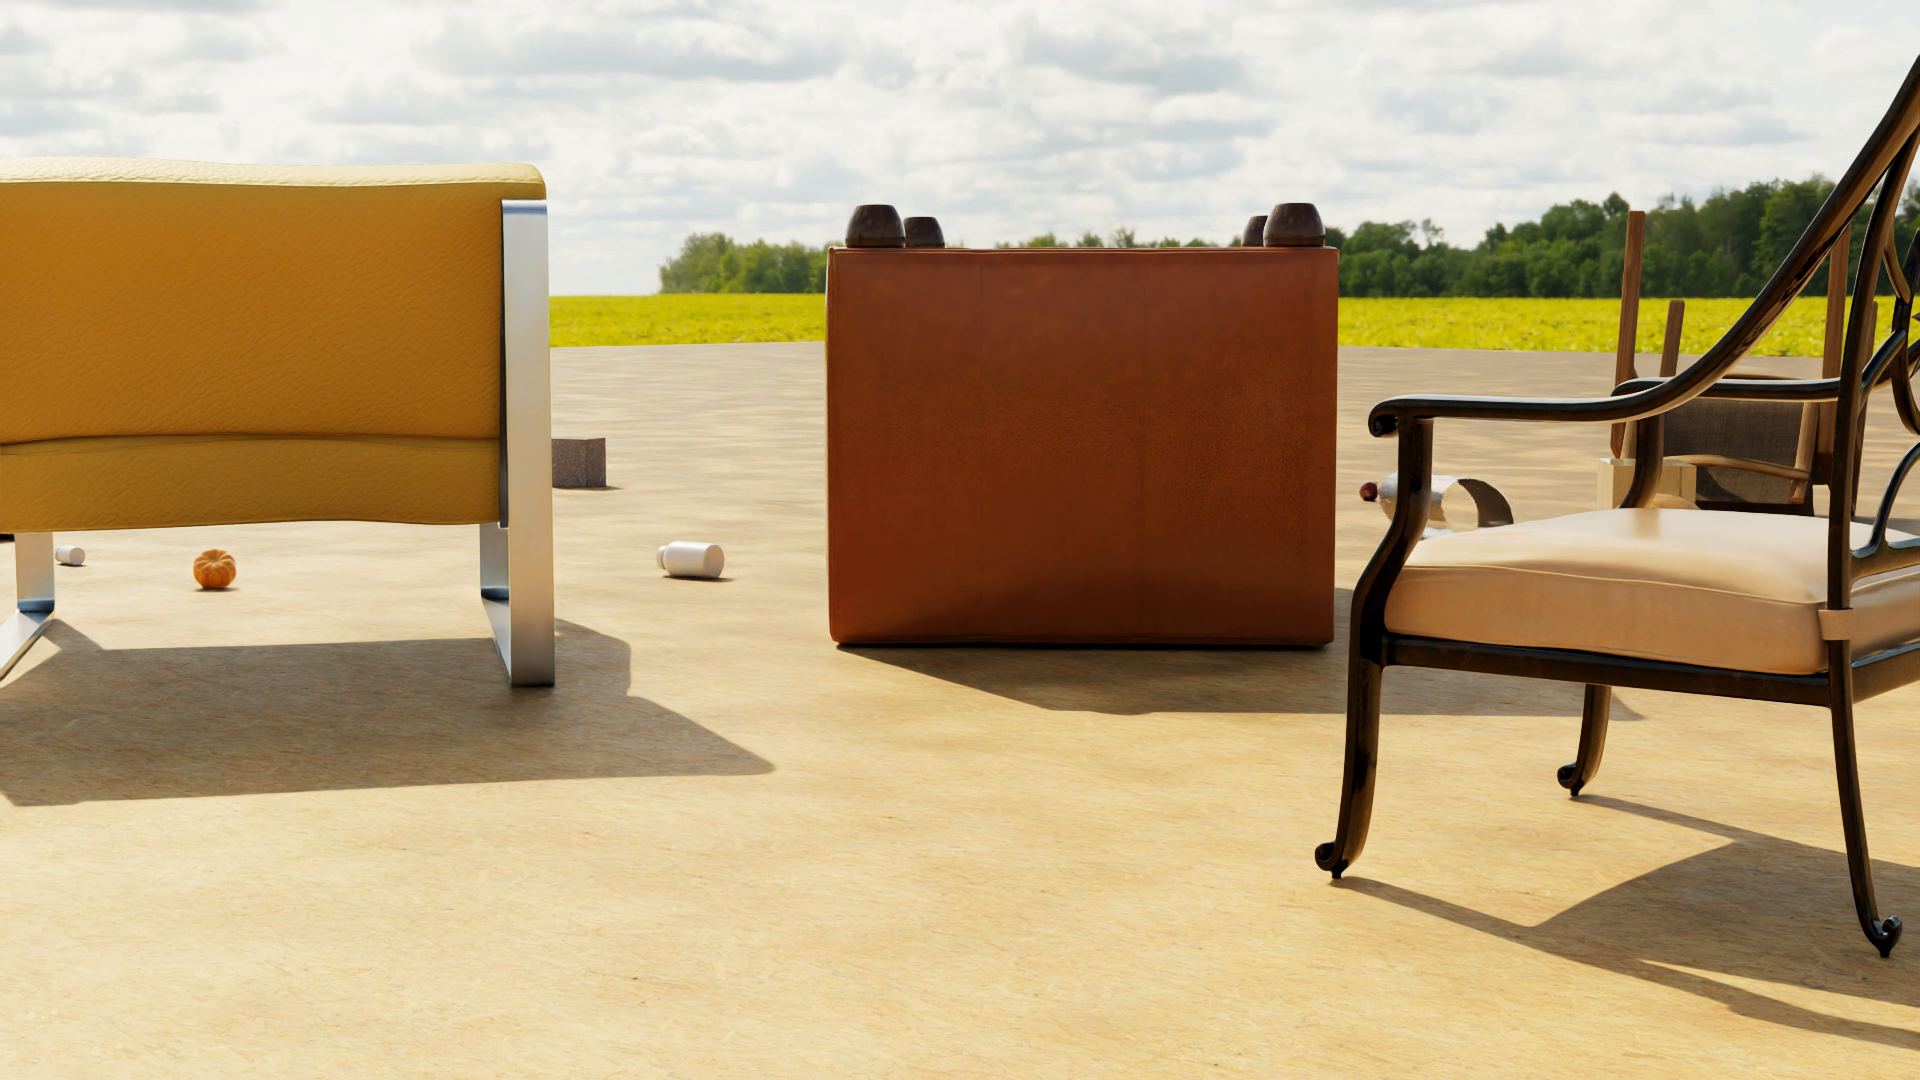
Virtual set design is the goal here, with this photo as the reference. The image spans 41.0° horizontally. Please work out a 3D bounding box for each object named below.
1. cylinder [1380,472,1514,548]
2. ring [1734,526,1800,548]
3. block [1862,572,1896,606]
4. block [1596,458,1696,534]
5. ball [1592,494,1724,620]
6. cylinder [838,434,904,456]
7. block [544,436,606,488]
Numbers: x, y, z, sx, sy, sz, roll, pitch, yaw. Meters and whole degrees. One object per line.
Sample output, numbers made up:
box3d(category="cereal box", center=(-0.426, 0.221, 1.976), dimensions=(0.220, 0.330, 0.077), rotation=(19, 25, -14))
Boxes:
box3d(category="cylinder", center=(1.197, -0.077, 6.324), dimensions=(0.232, 0.152, 0.252), rotation=(27, -7, -27))
box3d(category="ring", center=(1.976, -0.007, 6.279), dimensions=(0.136, 0.043, 0.161), rotation=(-4, 8, -44))
box3d(category="block", center=(1.849, 0.099, 5.165), dimensions=(0.053, 0.059, 0.084), rotation=(1, 6, 12))
box3d(category="block", center=(1.700, -0.094, 6.365), dimensions=(0.197, 0.197, 0.251), rotation=(1, 6, 5))
box3d(category="ball", center=(1.340, 0.031, 4.930), dimensions=(0.242, 0.242, 0.242), rotation=(0, 6, 0))
box3d(category="cylinder", center=(-0.328, -0.349, 9.443), dimensions=(0.176, 0.072, 0.192), rotation=(-4, 6, -31))
box3d(category="block", center=(-1.209, -0.246, 8.066), dimensions=(0.153, 0.150, 0.112), rotation=(3, 7, 26))
